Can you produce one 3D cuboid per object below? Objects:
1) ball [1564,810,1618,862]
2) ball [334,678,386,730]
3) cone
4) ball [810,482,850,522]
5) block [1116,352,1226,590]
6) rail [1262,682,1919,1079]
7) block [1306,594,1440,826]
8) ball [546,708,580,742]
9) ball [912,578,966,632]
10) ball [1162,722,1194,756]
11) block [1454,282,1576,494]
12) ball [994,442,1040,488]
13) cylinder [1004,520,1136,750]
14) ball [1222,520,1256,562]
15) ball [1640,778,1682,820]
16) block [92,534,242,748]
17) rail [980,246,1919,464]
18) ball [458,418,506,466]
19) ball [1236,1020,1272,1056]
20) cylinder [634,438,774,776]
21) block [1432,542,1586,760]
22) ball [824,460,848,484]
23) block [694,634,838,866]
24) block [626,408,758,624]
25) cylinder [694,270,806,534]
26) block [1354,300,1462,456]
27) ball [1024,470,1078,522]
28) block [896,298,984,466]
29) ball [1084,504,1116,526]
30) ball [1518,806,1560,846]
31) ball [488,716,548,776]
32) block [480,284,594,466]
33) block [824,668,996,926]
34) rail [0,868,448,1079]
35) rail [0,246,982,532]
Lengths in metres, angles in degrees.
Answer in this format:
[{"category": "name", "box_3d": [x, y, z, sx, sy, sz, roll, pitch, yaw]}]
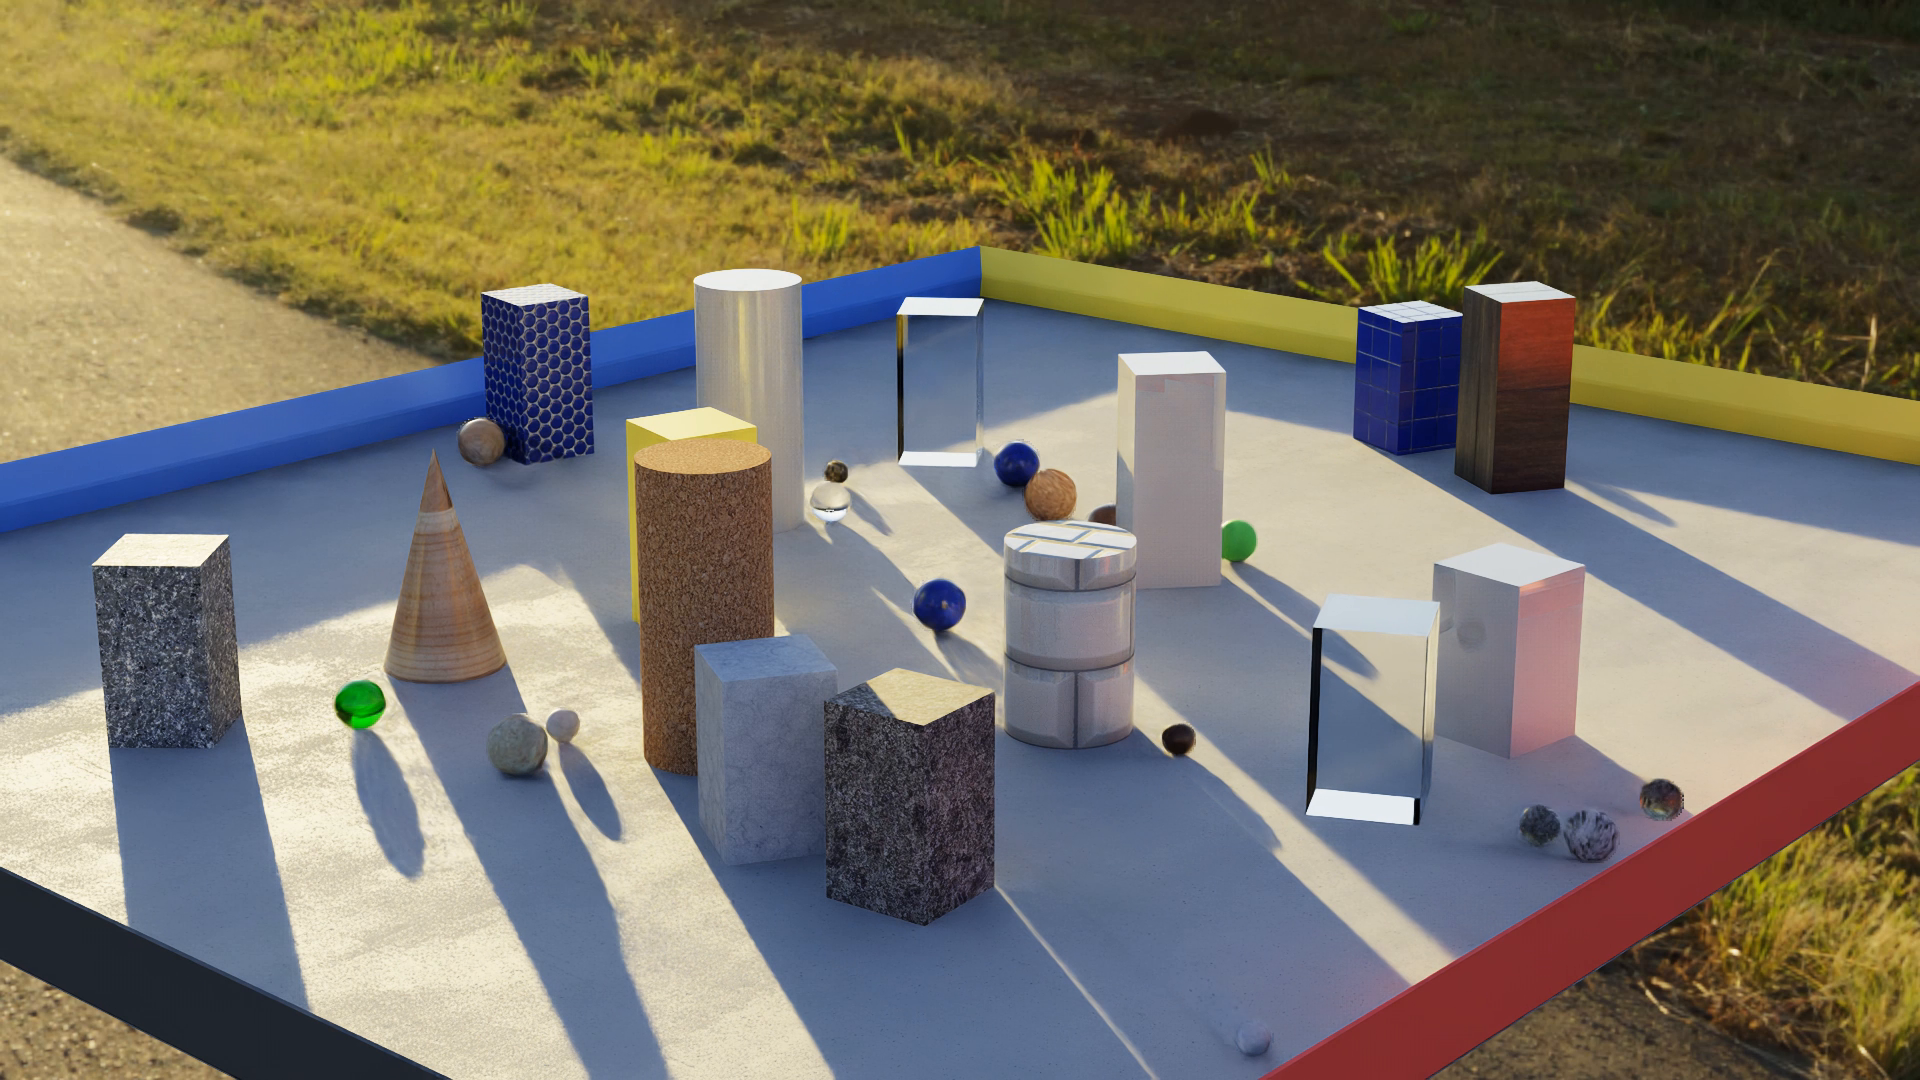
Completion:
[{"category": "ball", "box_3d": [0.860, 0.402, 3.997, 0.071, 0.071, 0.071, 0, 17, 0]}, {"category": "ball", "box_3d": [-0.919, 0.251, 4.488, 0.078, 0.078, 0.078, 0, 17, 0]}, {"category": "cone", "box_3d": [-0.841, 0.026, 4.734, 0.200, 0.366, 0.200, 0, 17, 0]}, {"category": "ball", "box_3d": [-0.246, -0.072, 5.562, 0.077, 0.077, 0.077, 0, 17, 0]}, {"category": "block", "box_3d": [0.371, -0.125, 5.198, 0.160, 0.388, 0.160, -2, 17, -7]}, {"category": "rail", "box_3d": [1.196, 0.332, 4.125, 0.045, 0.130, 3.859, 14, 22, 39]}, {"category": "block", "box_3d": [0.589, 0.239, 4.176, 0.160, 0.280, 0.160, 4, 17, 14]}, {"category": "ball", "box_3d": [-0.601, 0.280, 4.436, 0.052, 0.052, 0.052, 0, 17, 0]}, {"category": "ball", "box_3d": [-0.035, 0.108, 4.940, 0.091, 0.091, 0.091, 0, 17, 0]}, {"category": "ball", "box_3d": [0.326, 0.297, 4.385, 0.049, 0.049, 0.049, 0, 17, 0]}, {"category": "block", "box_3d": [1.095, -0.302, 5.792, 0.160, 0.384, 0.160, -5, 18, -17]}, {"category": "ball", "box_3d": [0.112, -0.150, 5.797, 0.091, 0.091, 0.091, 0, 17, 0]}, {"category": "cylinder", "box_3d": [0.166, 0.143, 4.461, 0.200, 0.300, 0.200, 0, 17, 0]}, {"category": "ball", "box_3d": [0.499, 0.002, 5.318, 0.077, 0.077, 0.077, 0, 17, 0]}, {"category": "ball", "box_3d": [0.990, 0.365, 4.141, 0.059, 0.059, 0.059, 0, 17, 0]}, {"category": "block", "box_3d": [-1.201, 0.153, 4.451, 0.160, 0.288, 0.160, 1, 17, 2]}, {"category": "rail", "box_3d": [1.250, -0.382, 6.498, 3.216, 0.130, 0.045, 14, 22, 39]}, {"category": "ball", "box_3d": [-0.971, -0.197, 5.944, 0.097, 0.097, 0.097, 0, 17, 0]}, {"category": "ball", "box_3d": [0.345, 0.585, 3.443, 0.042, 0.042, 0.042, 0, 17, 0]}, {"category": "cylinder", "box_3d": [-0.375, 0.098, 4.334, 0.200, 0.460, 0.200, 0, 17, 0]}, {"category": "block", "box_3d": [0.825, 0.165, 4.440, 0.160, 0.270, 0.160, -15, 22, -40]}, {"category": "ball", "box_3d": [-0.245, -0.134, 5.820, 0.047, 0.047, 0.047, 0, 17, 0]}, {"category": "block", "box_3d": [-0.266, 0.287, 4.044, 0.160, 0.265, 0.160, -6, 18, -18]}, {"category": "block", "box_3d": [-0.448, -0.025, 4.929, 0.160, 0.353, 0.160, -11, 20, -32]}, {"category": "cylinder", "box_3d": [-0.394, -0.260, 5.510, 0.200, 0.467, 0.200, 0, 17, 0]}, {"category": "block", "box_3d": [0.934, -0.338, 6.093, 0.160, 0.280, 0.160, -8, 19, -26]}, {"category": "ball", "box_3d": [0.172, -0.085, 5.564, 0.100, 0.100, 0.100, 0, 17, 0]}, {"category": "block", "box_3d": [-0.039, -0.324, 5.988, 0.160, 0.313, 0.160, 2, 17, 5]}, {"category": "ball", "box_3d": [0.272, -0.019, 5.351, 0.097, 0.097, 0.097, 0, 17, 0]}, {"category": "ball", "box_3d": [0.801, 0.394, 4.050, 0.056, 0.056, 0.056, 0, 17, 0]}, {"category": "ball", "box_3d": [-0.648, 0.301, 4.303, 0.088, 0.088, 0.088, 0, 17, 0]}, {"category": "block", "box_3d": [-0.867, -0.342, 6.018, 0.160, 0.331, 0.160, -12, 21, -35]}, {"category": "block", "box_3d": [-0.065, 0.336, 3.862, 0.160, 0.277, 0.160, 11, 20, 33]}, {"category": "rail", "box_3d": [-1.250, 0.447, 3.742, 3.216, 0.130, 0.045, 14, 22, 39]}, {"category": "rail", "box_3d": [-1.196, -0.267, 6.114, 0.045, 0.130, 3.859, 14, 22, 39]}]
